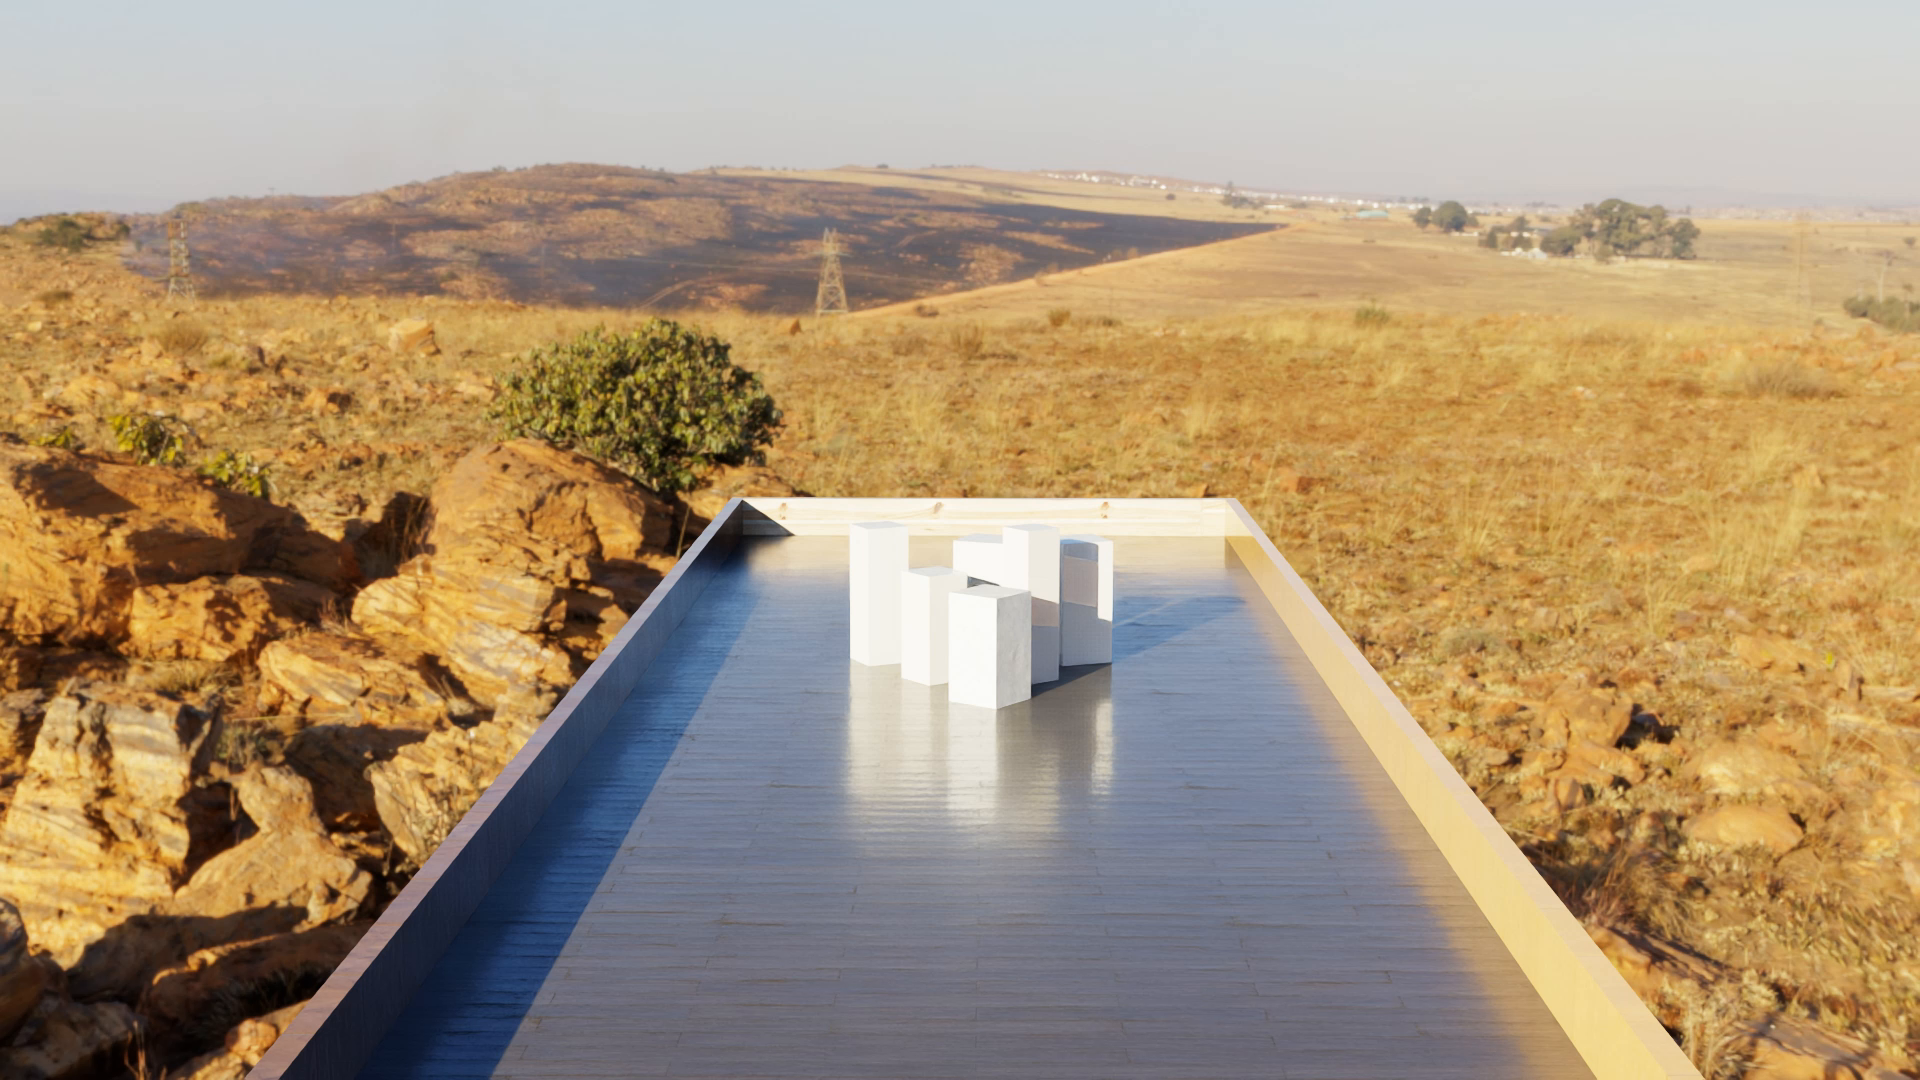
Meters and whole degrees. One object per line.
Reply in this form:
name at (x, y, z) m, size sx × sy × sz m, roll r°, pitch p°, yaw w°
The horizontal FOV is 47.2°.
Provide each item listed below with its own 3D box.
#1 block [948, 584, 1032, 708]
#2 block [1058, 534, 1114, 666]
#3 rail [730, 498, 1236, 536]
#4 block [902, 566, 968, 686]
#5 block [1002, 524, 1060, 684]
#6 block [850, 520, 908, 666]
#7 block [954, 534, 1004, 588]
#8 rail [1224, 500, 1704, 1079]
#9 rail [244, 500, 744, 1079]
block at (0.084, 0.296, 6.156) m, size 0.164 × 0.309 × 0.164 m, roll 7°, pitch 11°, yaw 37°
block at (0.356, 0.180, 6.688) m, size 0.162 × 0.372 × 0.162 m, roll -3°, pitch 10°, yaw -20°
rail at (0.099, -0.098, 9.147) m, size 2.100 × 0.150 × 0.050 m, roll 0°, pitch 9°, yaw 1°
block at (-0.075, 0.249, 6.421) m, size 0.137 × 0.319 × 0.137 m, roll -7°, pitch 11°, yaw -37°
block at (0.207, 0.185, 6.406) m, size 0.117 × 0.450 × 0.117 m, roll -7°, pitch 11°, yaw -37°
block at (-0.245, 0.160, 6.669) m, size 0.134 × 0.416 × 0.134 m, roll -5°, pitch 10°, yaw -27°
block at (0.087, 0.180, 6.679) m, size 0.164 × 0.374 × 0.164 m, roll 4°, pitch 10°, yaw 22°
rail at (1.046, 0.843, 3.208) m, size 0.050 × 0.150 × 12.000 m, roll 0°, pitch 9°, yaw 1°
rail at (-1.004, 0.839, 3.234) m, size 0.050 × 0.150 × 12.000 m, roll 0°, pitch 9°, yaw 1°
